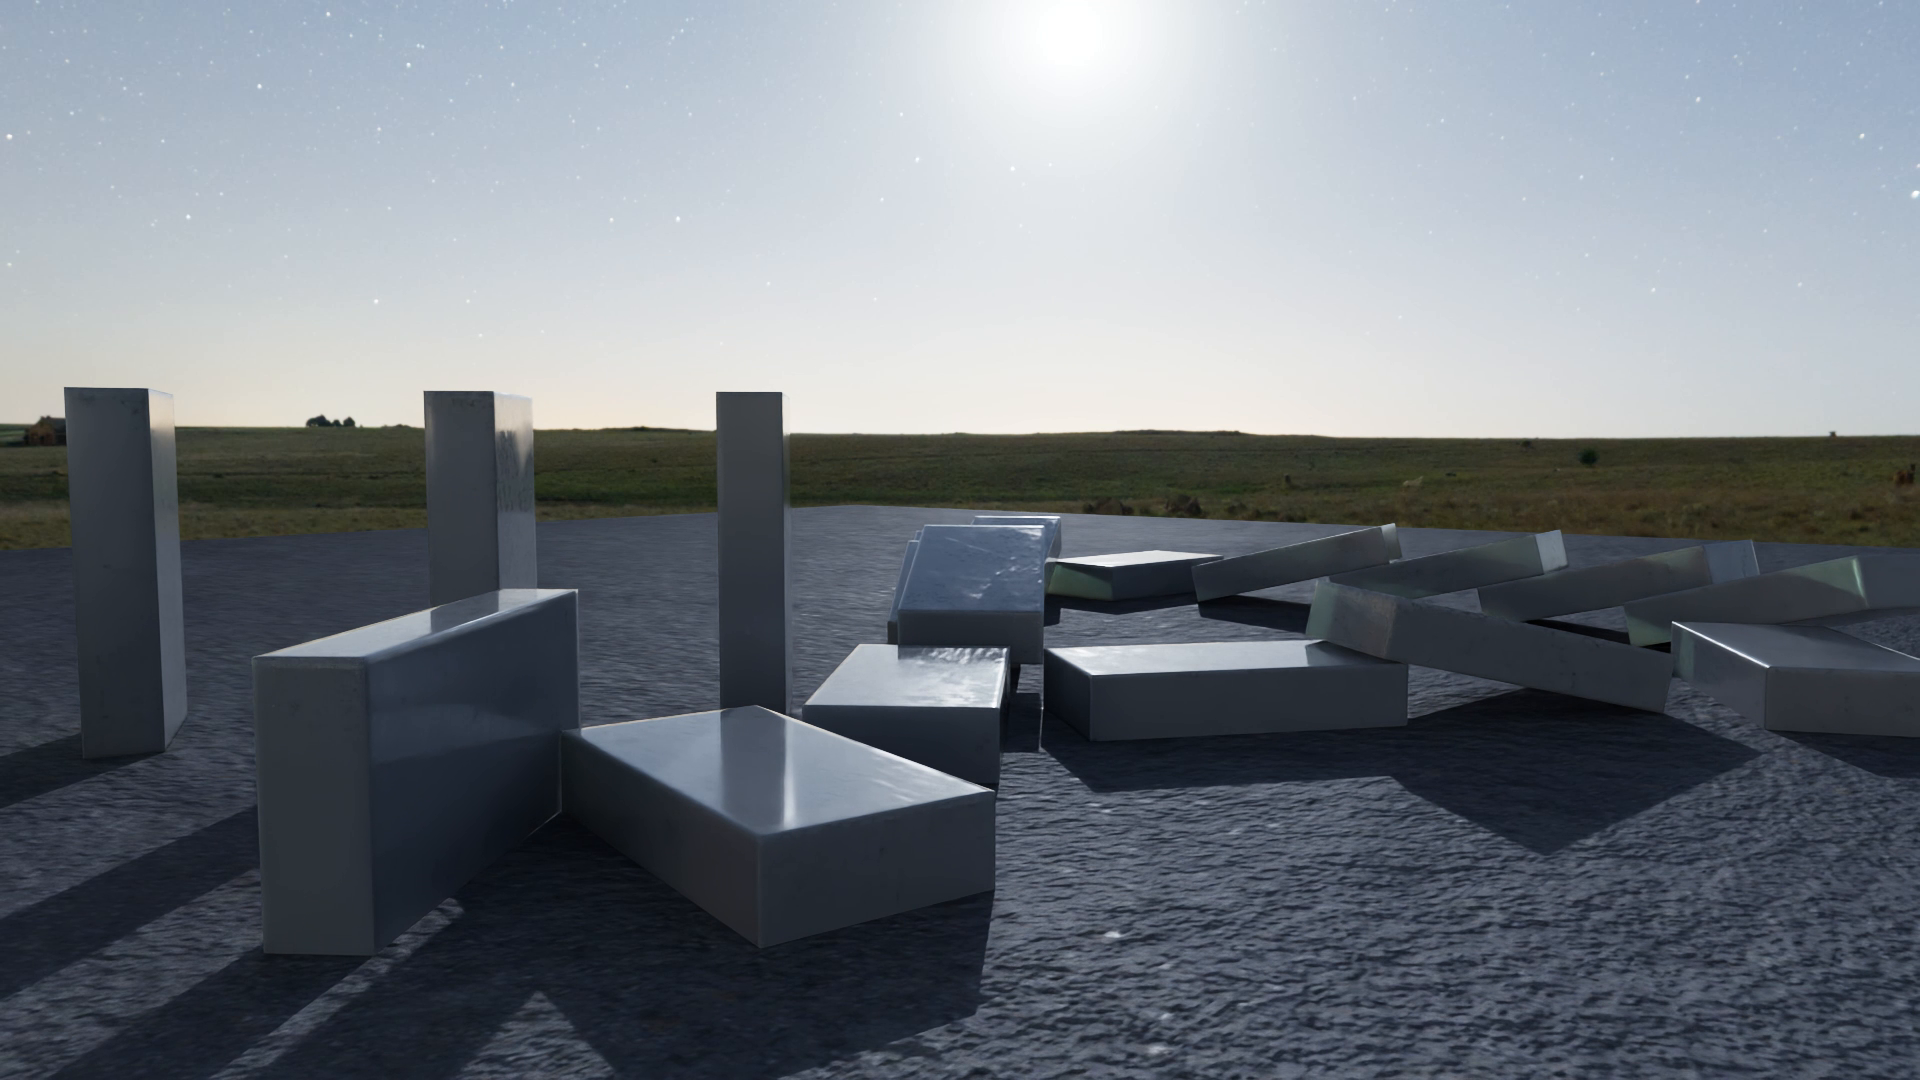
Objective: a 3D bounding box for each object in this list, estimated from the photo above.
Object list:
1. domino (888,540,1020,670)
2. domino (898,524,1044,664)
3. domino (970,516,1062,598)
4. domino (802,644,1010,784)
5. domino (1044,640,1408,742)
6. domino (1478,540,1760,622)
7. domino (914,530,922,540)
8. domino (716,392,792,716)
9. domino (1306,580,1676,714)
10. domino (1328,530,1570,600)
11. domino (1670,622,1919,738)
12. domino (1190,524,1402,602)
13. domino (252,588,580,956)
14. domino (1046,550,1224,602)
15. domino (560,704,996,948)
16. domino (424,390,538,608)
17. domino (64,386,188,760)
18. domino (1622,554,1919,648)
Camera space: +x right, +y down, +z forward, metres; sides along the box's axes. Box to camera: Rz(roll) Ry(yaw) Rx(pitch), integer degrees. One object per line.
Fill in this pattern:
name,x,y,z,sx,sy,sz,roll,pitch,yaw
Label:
domino,0.000,0.012,0.265,0.025,0.009,0.050,0,18,2
domino,0.003,0.009,0.243,0.025,0.009,0.050,1,18,4
domino,0.012,0.006,0.349,0.025,0.009,0.050,1,19,11
domino,-0.006,0.024,0.186,0.025,0.009,0.050,0,4,4
domino,0.041,0.023,0.201,0.050,0.009,0.025,-1,4,-12
domino,0.146,0.010,0.286,0.025,0.009,0.050,-3,-9,-38
domino,0.000,0.010,0.306,0.025,0.009,0.050,0,17,2
domino,-0.032,0.003,0.199,0.009,0.050,0.025,0,4,-5
domino,0.086,0.017,0.209,0.050,0.009,0.025,11,2,-13
domino,0.121,0.008,0.319,0.050,0.009,0.025,-15,-6,37
domino,0.138,0.022,0.212,0.025,0.010,0.050,1,4,14
domino,0.090,0.006,0.342,0.050,0.009,0.025,-14,-3,26
domino,-0.052,0.020,0.131,0.010,0.025,0.050,0,4,3
domino,0.051,0.010,0.372,0.050,0.010,0.025,-4,6,-43
domino,-0.021,0.028,0.135,0.025,0.010,0.050,-3,5,-36
domino,-0.072,0.003,0.196,0.009,0.050,0.025,0,4,-6
domino,-0.119,0.004,0.185,0.009,0.050,0.025,-2,5,-25
domino,0.158,0.012,0.247,0.025,0.009,0.050,0,-12,-20
